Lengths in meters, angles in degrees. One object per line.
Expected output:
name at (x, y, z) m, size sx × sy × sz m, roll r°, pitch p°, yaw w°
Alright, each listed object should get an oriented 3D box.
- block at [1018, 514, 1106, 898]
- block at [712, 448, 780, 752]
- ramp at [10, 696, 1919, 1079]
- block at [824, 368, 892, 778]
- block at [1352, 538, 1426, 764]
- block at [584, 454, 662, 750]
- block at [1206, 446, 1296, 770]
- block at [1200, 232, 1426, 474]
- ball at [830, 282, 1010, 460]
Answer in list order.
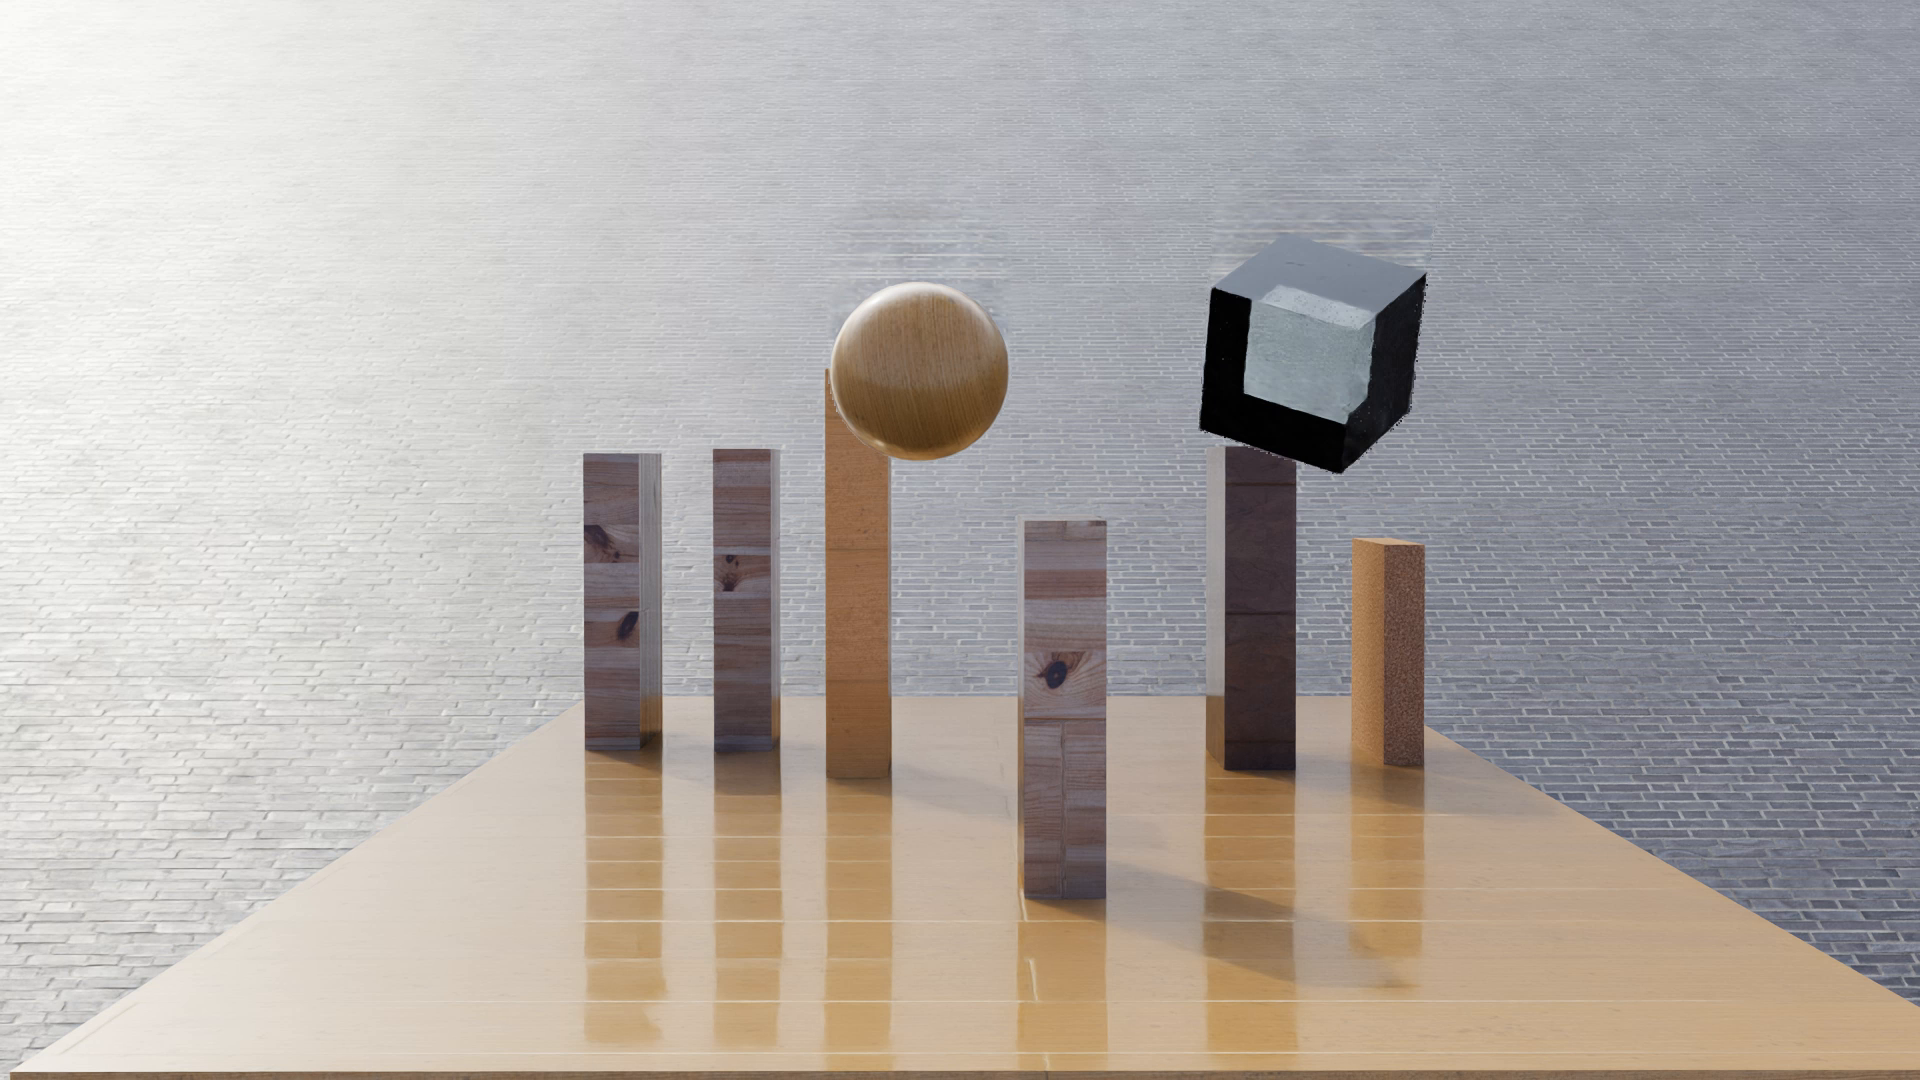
block at (0.145, 0.227, 3.742) m, size 0.113 × 0.520 × 0.406 m, roll 0°, pitch 2°, yaw 0°
block at (-0.450, 0.120, 5.465) m, size 0.119 × 0.625 × 0.282 m, roll 0°, pitch 2°, yaw 0°
ramp at (0.057, 0.512, 4.553) m, size 2.000 × 0.100 × 4.000 m, roll 0°, pitch 2°, yaw 0°
block at (-0.196, 0.060, 5.016) m, size 0.119 × 0.775 × 0.269 m, roll 0°, pitch 2°, yaw 0°
block at (0.877, 0.220, 5.294) m, size 0.080 × 0.435 × 0.415 m, roll 0°, pitch 2°, yaw 0°
block at (-0.723, 0.122, 5.551) m, size 0.115 × 0.616 × 0.415 m, roll 0°, pitch 2°, yaw 0°
block at (0.582, 0.127, 5.180) m, size 0.138 × 0.628 × 0.373 m, roll 0°, pitch 2°, yaw 0°
block at (0.319, -0.171, 2.332) m, size 0.143 × 0.143 × 0.143 m, roll 20°, pitch 36°, yaw 27°
ball at (-0.034, -0.142, 2.168) m, size 0.151 × 0.151 × 0.151 m, roll 0°, pitch 25°, yaw 0°
